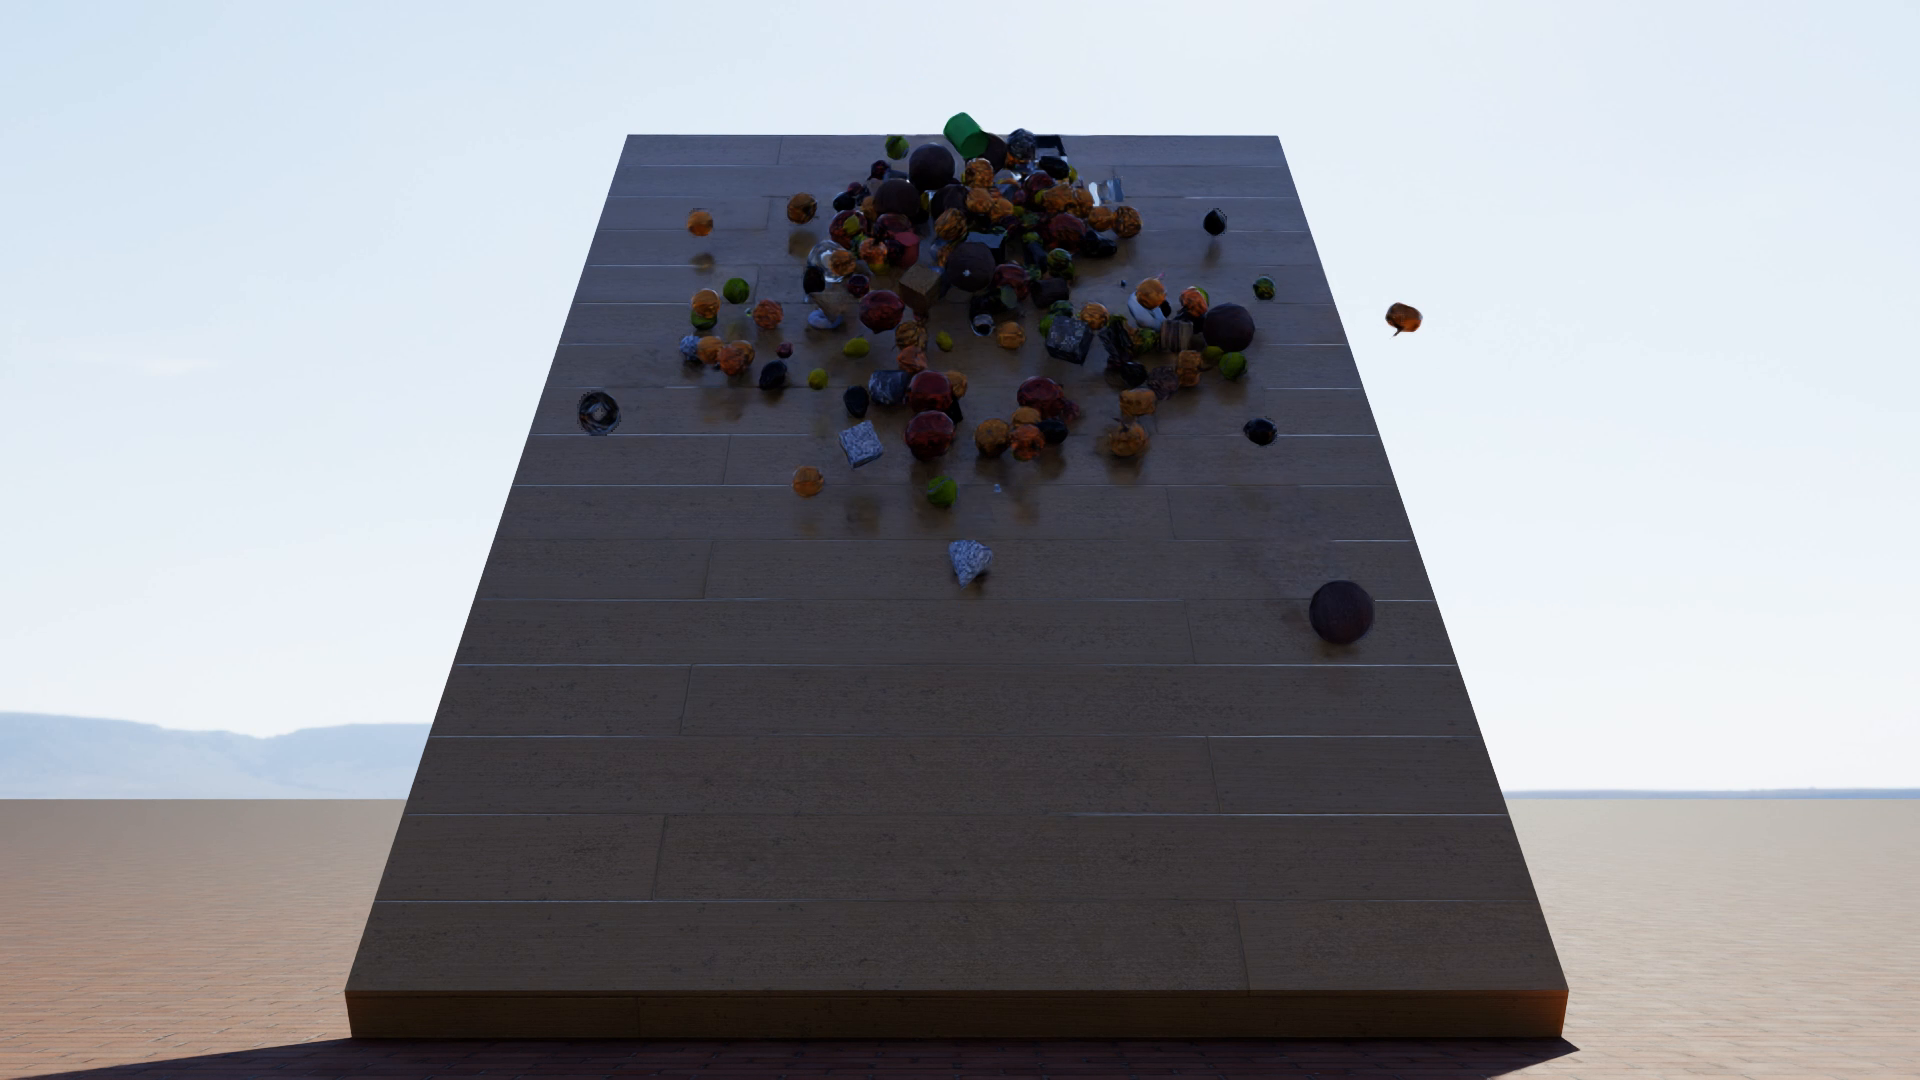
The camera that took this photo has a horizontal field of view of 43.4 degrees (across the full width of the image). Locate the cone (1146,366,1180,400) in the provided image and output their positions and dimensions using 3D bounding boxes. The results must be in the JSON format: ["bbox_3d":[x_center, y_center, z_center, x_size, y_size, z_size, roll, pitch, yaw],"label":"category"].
[{"bbox_3d":[0.507,-0.379,5.856,0.085,0.085,0.085,-3,-1,25],"label":"cone"}]

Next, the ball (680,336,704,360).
[{"bbox_3d":[-0.666,-0.479,5.999,0.062,0.062,0.062,0,-6,0],"label":"ball"}]

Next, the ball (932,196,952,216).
[{"bbox_3d":[-0.050,-0.945,6.824,0.058,0.058,0.058,0,-6,0],"label":"ball"}]

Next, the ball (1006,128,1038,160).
[{"bbox_3d":[0.179,-1.142,6.963,0.090,0.090,0.090,0,-6,0],"label":"ball"}]

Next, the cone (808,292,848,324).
[{"bbox_3d":[-0.343,-0.605,6.098,0.091,0.091,0.091,27,-12,-10],"label":"cone"}]

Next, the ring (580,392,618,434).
[{"bbox_3d":[-0.831,-0.291,5.550,0.098,0.098,0.033,4,8,-32],"label":"ring"}]

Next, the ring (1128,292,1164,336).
[{"bbox_3d":[0.474,-0.573,6.111,0.043,0.129,0.129,-36,-23,25],"label":"ring"}]

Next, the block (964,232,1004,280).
[{"bbox_3d":[0.064,-0.760,6.465,0.093,0.093,0.093,6,30,9],"label":"block"}]

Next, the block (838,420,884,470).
[{"bbox_3d":[-0.223,-0.214,5.404,0.076,0.076,0.076,-25,-6,-8],"label":"block"}]

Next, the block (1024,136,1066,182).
[{"bbox_3d":[0.251,-1.117,7.064,0.093,0.093,0.093,-7,-37,-13],"label":"block"}]

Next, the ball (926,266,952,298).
[{"bbox_3d":[-0.067,-0.676,6.321,0.089,0.089,0.089,0,-6,0],"label":"ball"}]

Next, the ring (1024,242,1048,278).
[{"bbox_3d":[0.203,-0.747,6.434,0.031,0.094,0.094,-16,2,-26],"label":"ring"}]

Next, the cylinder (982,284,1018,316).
[{"bbox_3d":[0.102,-0.616,6.185,0.064,0.064,0.064,6,-15,-45],"label":"cylinder"}]

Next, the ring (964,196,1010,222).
[{"bbox_3d":[0.076,-0.935,6.821,0.132,0.044,0.132,2,28,-1],"label":"ring"}]

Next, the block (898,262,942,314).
[{"bbox_3d":[-0.101,-0.639,6.123,0.079,0.079,0.079,29,-29,18],"label":"block"}]

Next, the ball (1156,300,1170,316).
[{"bbox_3d":[0.518,-0.594,6.218,0.052,0.052,0.052,0,-6,0],"label":"ball"}]

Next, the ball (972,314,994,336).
[{"bbox_3d":[0.058,-0.540,6.058,0.058,0.058,0.058,0,-6,0],"label":"ball"}]

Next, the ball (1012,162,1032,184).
[{"bbox_3d":[0.178,-1.044,6.865,0.060,0.060,0.060,0,-6,0],"label":"ball"}]

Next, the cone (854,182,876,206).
[{"bbox_3d":[-0.271,-0.986,6.852,0.065,0.065,0.065,3,15,-1],"label":"cone"}]

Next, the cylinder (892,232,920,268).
[{"bbox_3d":[-0.146,-0.785,6.522,0.069,0.069,0.069,4,38,-3],"label":"cylinder"}]

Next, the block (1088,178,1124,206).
[{"bbox_3d":[0.407,-0.969,6.717,0.064,0.064,0.064,-4,10,40],"label":"block"}]

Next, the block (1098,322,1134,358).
[{"bbox_3d":[0.375,-0.481,5.791,0.064,0.064,0.064,-31,-3,6],"label":"block"}]

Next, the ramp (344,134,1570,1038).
[{"bbox_3d":[-0.013,-0.212,5.699,2.000,0.100,4.000,0,30,0],"label":"ramp"}]

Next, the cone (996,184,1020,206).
[{"bbox_3d":[0.121,-0.985,6.774,0.066,0.066,0.066,40,20,34],"label":"cone"}]

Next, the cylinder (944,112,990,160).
[{"bbox_3d":[0.018,-1.149,6.854,0.095,0.095,0.095,-25,-36,-19],"label":"cylinder"}]

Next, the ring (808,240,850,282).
[{"bbox_3d":[-0.348,-0.738,6.393,0.113,0.113,0.038,1,-1,-6],"label":"ring"}]

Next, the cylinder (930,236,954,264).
[{"bbox_3d":[-0.049,-0.788,6.549,0.055,0.055,0.055,-2,32,17],"label":"cylinder"}]

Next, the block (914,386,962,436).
[{"bbox_3d":[-0.050,-0.303,5.667,0.071,0.071,0.071,27,56,39],"label":"block"}]

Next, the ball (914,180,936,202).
[{"bbox_3d":[-0.099,-0.993,6.868,0.060,0.060,0.060,0,-6,0],"label":"ball"}]

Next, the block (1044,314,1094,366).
[{"bbox_3d":[0.268,-0.492,5.927,0.084,0.084,0.084,18,-11,19],"label":"block"}]

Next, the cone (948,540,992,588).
[{"bbox_3d":[0.014,0.065,5.068,0.096,0.096,0.096,9,-33,6],"label":"cone"}]

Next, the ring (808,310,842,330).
[{"bbox_3d":[-0.346,-0.567,6.188,0.089,0.030,0.089,1,30,-1],"label":"ring"}]
